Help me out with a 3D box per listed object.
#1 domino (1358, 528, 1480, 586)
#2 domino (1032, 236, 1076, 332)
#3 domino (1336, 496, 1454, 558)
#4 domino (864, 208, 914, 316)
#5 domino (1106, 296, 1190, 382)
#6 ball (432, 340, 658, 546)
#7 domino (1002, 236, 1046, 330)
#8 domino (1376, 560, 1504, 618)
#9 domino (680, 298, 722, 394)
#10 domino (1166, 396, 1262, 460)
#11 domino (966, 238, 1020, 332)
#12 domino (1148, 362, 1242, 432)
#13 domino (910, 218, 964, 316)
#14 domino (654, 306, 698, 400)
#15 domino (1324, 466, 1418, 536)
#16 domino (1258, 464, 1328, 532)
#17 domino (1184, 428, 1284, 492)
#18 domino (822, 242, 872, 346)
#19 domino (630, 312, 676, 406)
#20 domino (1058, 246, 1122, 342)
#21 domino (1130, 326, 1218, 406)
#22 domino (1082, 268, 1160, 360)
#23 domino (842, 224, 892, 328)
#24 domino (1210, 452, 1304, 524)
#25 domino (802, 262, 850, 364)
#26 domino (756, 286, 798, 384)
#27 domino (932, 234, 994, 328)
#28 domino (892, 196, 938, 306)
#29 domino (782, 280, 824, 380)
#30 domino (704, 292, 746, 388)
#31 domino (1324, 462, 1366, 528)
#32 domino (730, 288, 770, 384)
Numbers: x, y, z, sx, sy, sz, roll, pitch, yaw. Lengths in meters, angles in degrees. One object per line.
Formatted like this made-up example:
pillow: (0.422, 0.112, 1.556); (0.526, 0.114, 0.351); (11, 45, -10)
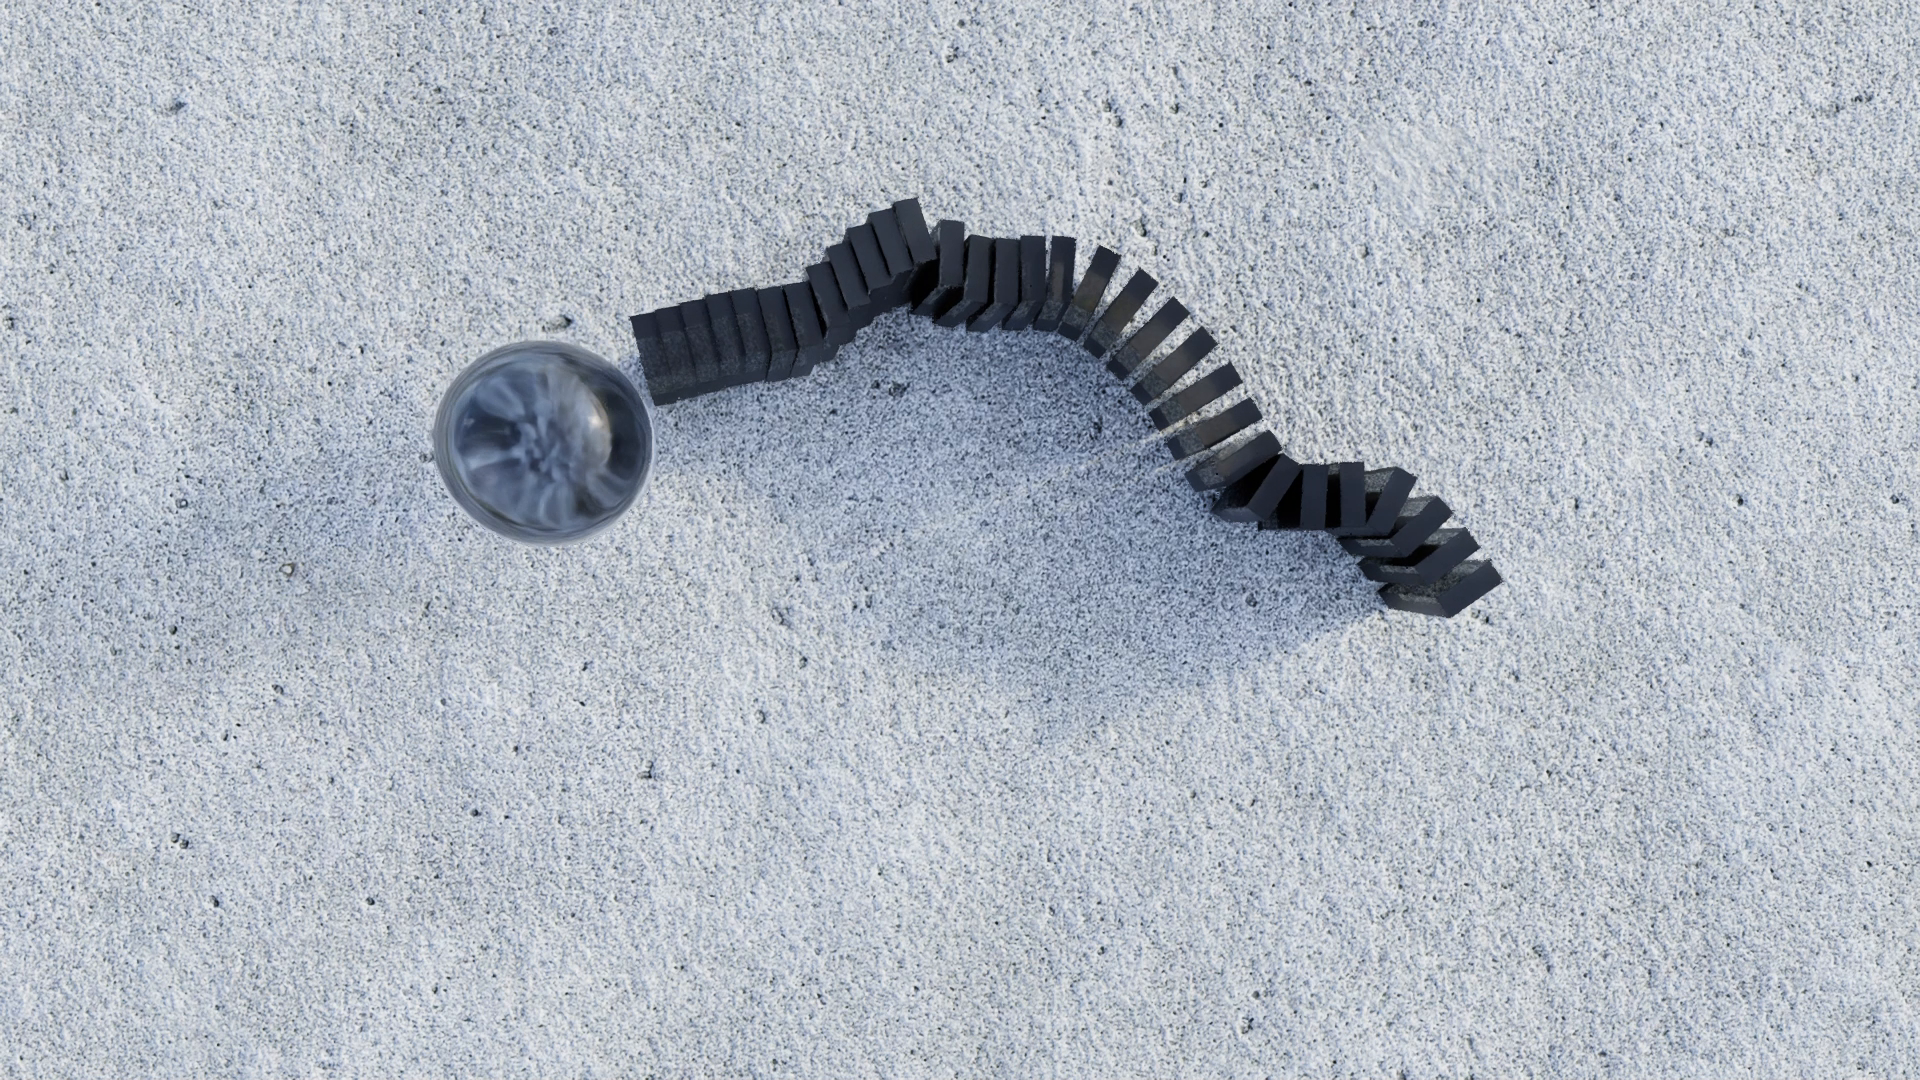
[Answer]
domino: (0.186, 0.007, 0.375); (0.025, 0.050, 0.009); (-37, 90, 0)
domino: (0.038, -0.104, 0.375); (0.010, 0.050, 0.025); (5, 90, -2)
domino: (0.176, -0.005, 0.375); (0.025, 0.050, 0.009); (-42, 90, 0)
domino: (-0.033, -0.112, 0.375); (0.009, 0.050, 0.025); (-20, 90, -16)
domino: (0.076, -0.081, 0.375); (0.025, 0.050, 0.010); (-45, 90, 0)
ball: (-0.161, -0.038, 0.360); (0.080, 0.080, 0.080); (0, 90, 0)
domino: (0.025, -0.104, 0.375); (0.009, 0.050, 0.025); (-1, 90, -6)
domino: (0.195, 0.019, 0.375); (0.025, 0.050, 0.009); (-35, 90, 0)
domino: (-0.106, -0.078, 0.375); (0.010, 0.050, 0.025); (-15, 90, -15)
domino: (0.103, -0.045, 0.375); (0.025, 0.050, 0.010); (-29, 90, 0)
domino: (0.013, -0.103, 0.375); (0.010, 0.050, 0.025); (2, 90, -12)
domino: (0.095, -0.058, 0.375); (0.025, 0.050, 0.009); (-31, 90, 0)
domino: (-0.010, -0.110, 0.375); (0.009, 0.050, 0.025); (2, 90, -15)
domino: (-0.115, -0.075, 0.375); (0.010, 0.050, 0.025); (-15, 90, -15)
domino: (0.165, -0.015, 0.375); (0.009, 0.050, 0.025); (27, 90, 0)
domino: (0.135, -0.016, 0.375); (0.009, 0.050, 0.025); (3, 90, 0)
domino: (0.111, -0.032, 0.375); (0.025, 0.050, 0.010); (-34, 90, 0)
domino: (-0.049, -0.099, 0.375); (0.009, 0.050, 0.025); (-20, 90, -16)
domino: (-0.125, -0.073, 0.375); (0.009, 0.050, 0.025); (-15, 90, -15)
domino: (0.052, -0.100, 0.375); (0.009, 0.050, 0.025); (26, 90, 0)
domino: (0.086, -0.070, 0.375); (0.025, 0.050, 0.010); (-42, 90, 0)
domino: (0.065, -0.091, 0.375); (0.010, 0.050, 0.025); (38, 90, 0)
domino: (-0.041, -0.106, 0.375); (0.009, 0.050, 0.025); (-20, 90, -16)
domino: (0.120, -0.020, 0.375); (0.010, 0.050, 0.025); (34, 90, 0)
domino: (-0.057, -0.091, 0.375); (0.010, 0.050, 0.025); (-20, 90, -16)
domino: (-0.076, -0.083, 0.375); (0.009, 0.050, 0.025); (-15, 90, -15)
domino: (0.001, -0.105, 0.375); (0.010, 0.050, 0.025); (7, 90, -15)
domino: (-0.024, -0.116, 0.375); (0.009, 0.050, 0.025); (-19, 90, -16)
domino: (-0.066, -0.085, 0.375); (0.010, 0.050, 0.025); (-15, 90, -16)
domino: (-0.096, -0.081, 0.375); (0.010, 0.050, 0.025); (-15, 90, -15)
domino: (0.150, -0.017, 0.375); (0.009, 0.050, 0.025); (-1, 90, 0)
domino: (-0.087, -0.082, 0.375); (0.009, 0.050, 0.025); (-15, 90, -15)
